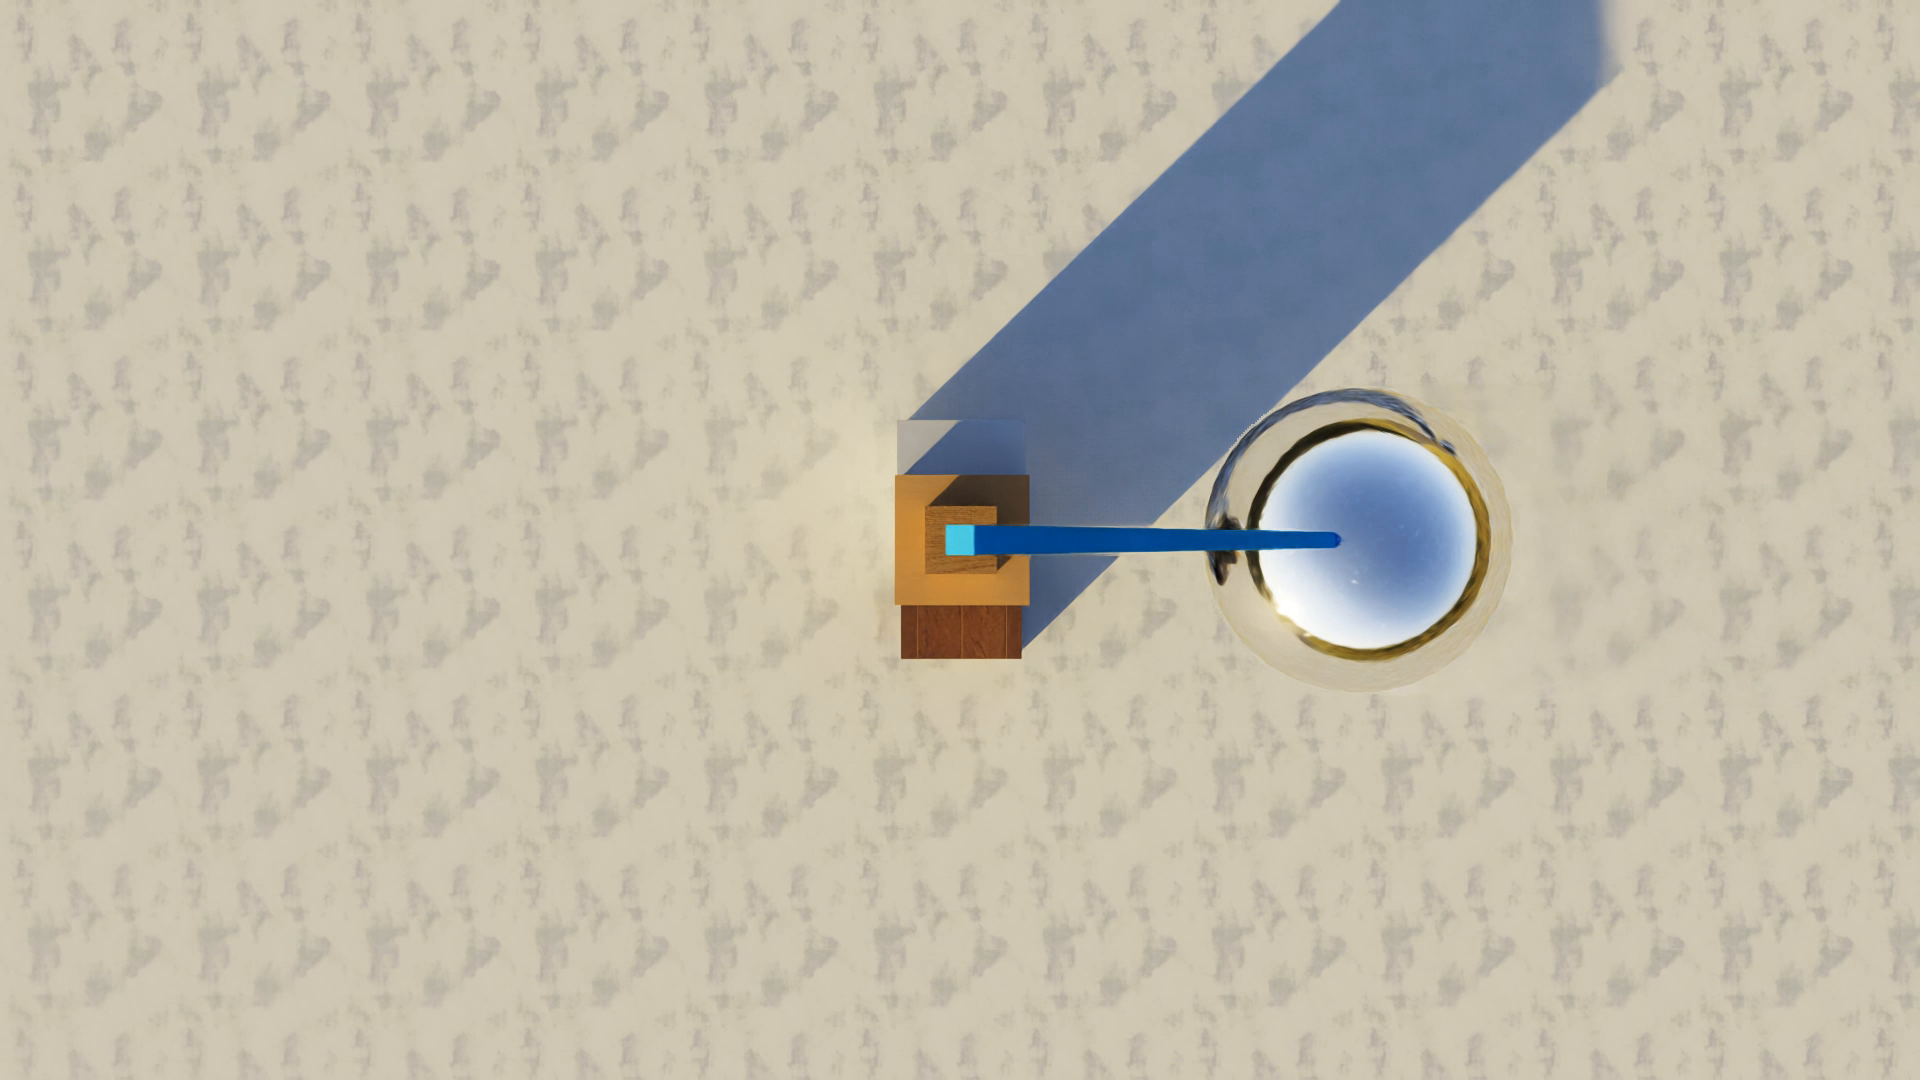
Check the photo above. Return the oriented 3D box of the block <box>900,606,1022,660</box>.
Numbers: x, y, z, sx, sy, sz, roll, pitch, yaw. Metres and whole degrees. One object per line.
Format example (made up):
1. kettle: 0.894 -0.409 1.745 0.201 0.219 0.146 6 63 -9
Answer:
1. block: 0.007 0.378 12.700 0.682 0.600 0.587 0 90 0

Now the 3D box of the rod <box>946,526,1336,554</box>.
1. rod: 0.899 0.000 8.322 0.080 5.200 0.080 0 90 20

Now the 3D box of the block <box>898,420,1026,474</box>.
1. block: 0.007 -0.299 12.651 0.718 0.698 0.745 0 90 0

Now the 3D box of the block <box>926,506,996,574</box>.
1. block: 0.005 0.000 11.333 0.364 0.390 0.345 0 90 0

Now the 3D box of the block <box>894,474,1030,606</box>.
1. block: 0.011 0.000 11.915 0.707 0.774 0.684 0 90 0

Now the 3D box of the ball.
1. ball: 2.074 0.000 11.513 1.600 1.600 1.600 0 90 0
